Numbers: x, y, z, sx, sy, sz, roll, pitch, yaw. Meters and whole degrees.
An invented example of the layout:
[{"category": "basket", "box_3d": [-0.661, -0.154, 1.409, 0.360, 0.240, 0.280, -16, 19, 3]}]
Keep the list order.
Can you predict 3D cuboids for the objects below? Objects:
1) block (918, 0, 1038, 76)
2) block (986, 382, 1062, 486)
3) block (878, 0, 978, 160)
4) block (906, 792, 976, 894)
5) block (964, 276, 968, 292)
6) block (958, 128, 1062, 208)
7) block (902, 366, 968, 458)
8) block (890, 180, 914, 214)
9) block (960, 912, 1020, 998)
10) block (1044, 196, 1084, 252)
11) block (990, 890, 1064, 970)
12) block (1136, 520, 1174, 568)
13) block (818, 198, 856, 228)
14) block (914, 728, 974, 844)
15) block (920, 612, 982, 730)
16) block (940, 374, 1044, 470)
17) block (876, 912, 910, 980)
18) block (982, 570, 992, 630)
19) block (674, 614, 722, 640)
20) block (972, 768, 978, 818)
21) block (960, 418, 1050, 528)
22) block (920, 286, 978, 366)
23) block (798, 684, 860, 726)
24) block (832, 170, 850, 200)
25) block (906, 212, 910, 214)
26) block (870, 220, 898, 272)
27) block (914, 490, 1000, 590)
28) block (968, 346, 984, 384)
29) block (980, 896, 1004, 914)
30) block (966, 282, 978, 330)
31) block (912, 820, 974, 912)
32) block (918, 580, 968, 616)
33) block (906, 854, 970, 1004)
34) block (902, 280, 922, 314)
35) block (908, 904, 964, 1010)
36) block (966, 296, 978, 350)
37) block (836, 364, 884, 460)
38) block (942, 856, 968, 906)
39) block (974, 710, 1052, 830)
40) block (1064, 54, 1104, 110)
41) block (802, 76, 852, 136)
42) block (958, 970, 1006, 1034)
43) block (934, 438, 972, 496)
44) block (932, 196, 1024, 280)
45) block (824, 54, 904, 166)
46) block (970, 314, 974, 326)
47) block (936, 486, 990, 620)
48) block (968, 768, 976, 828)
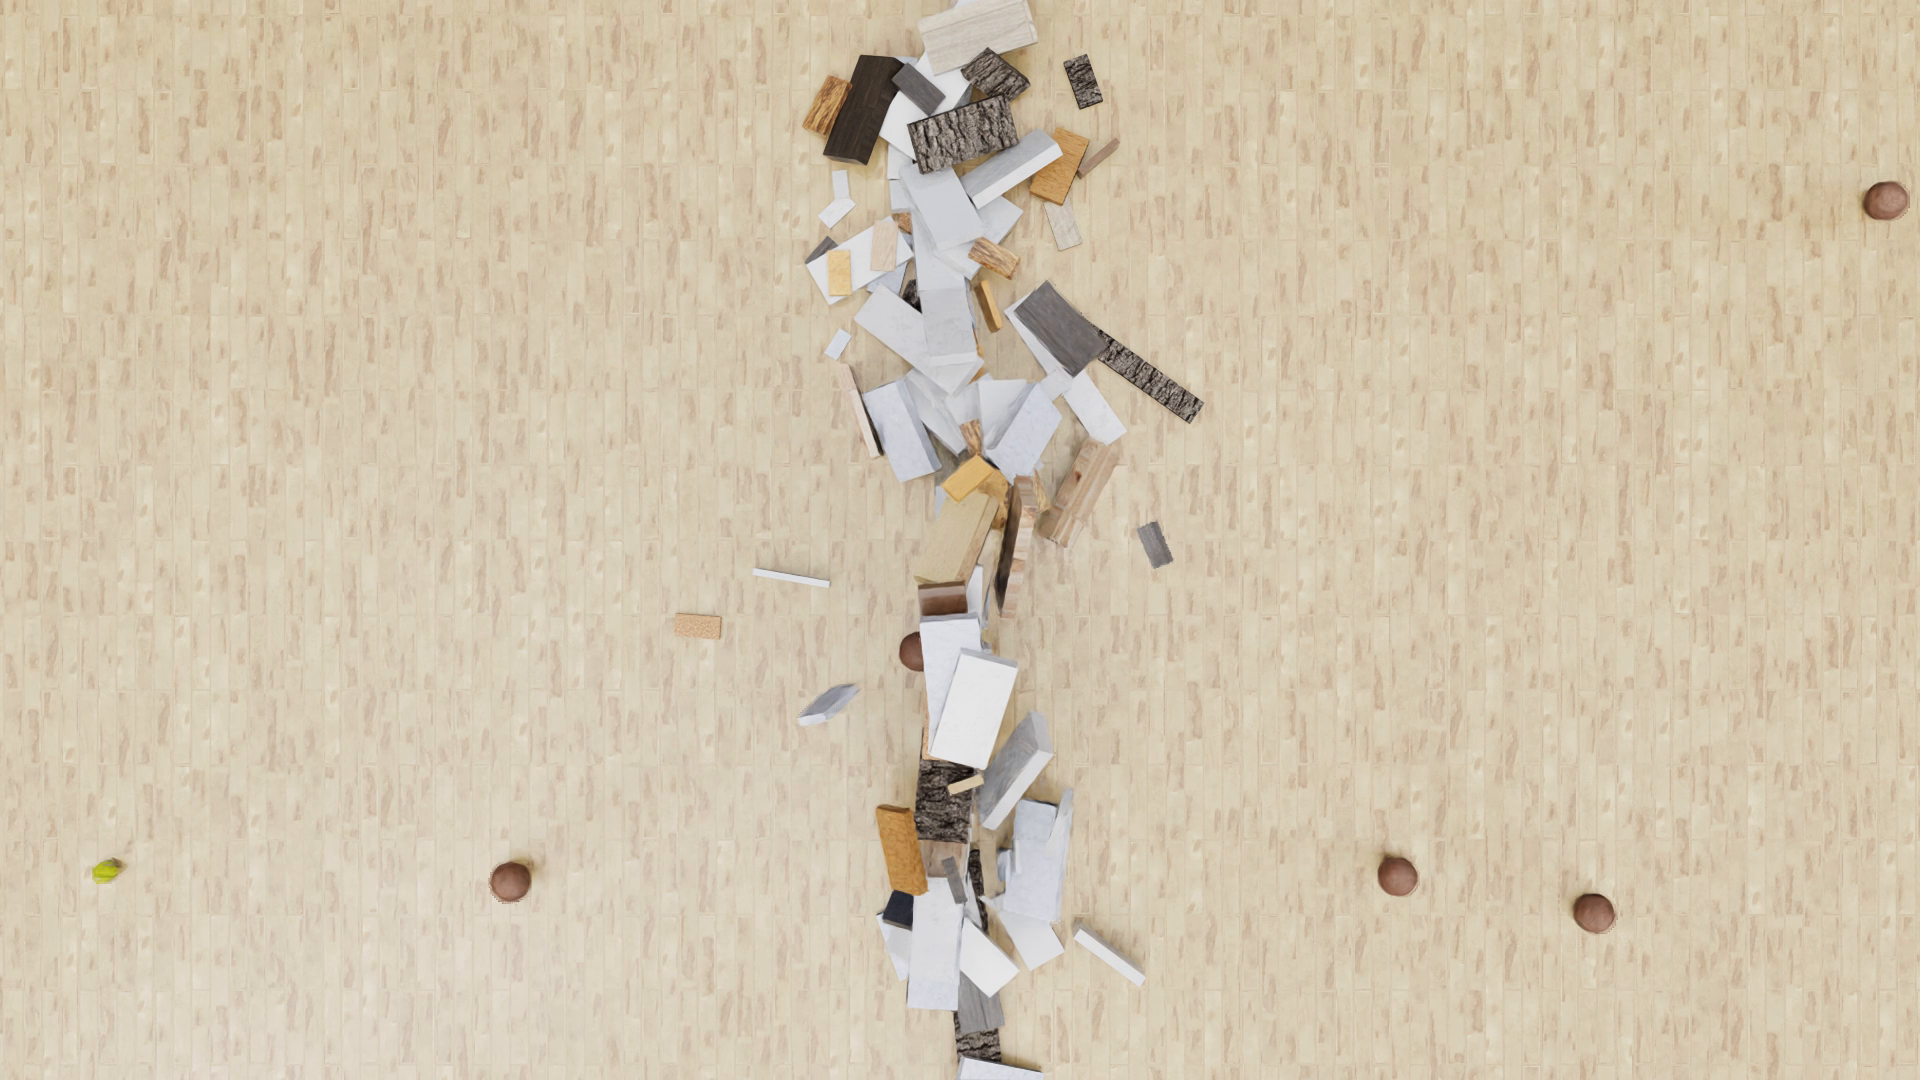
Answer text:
[{"category": "block", "box_3d": [0.058, -1.640, 5.324, 0.355, 0.050, 0.177, -17, 97, 4]}, {"category": "block", "box_3d": [0.203, -0.333, 5.163, 0.155, 0.044, 0.311, 52, 51, -29]}, {"category": "block", "box_3d": [-0.015, -1.577, 5.386, 0.177, 0.050, 0.695, 34, 98, -3]}, {"category": "block", "box_3d": [-0.059, 0.954, 5.194, 0.170, 0.048, 0.340, 8, 76, 1]}, {"category": "block", "box_3d": [-0.001, -0.872, 5.466, 0.055, 0.016, 0.111, -4, 62, 3]}, {"category": "block", "box_3d": [0.159, -1.222, 5.420, 0.330, 0.165, 0.047, -33, 127, 0]}, {"category": "block", "box_3d": [-0.064, -0.429, 5.377, 0.310, 0.044, 0.155, 43, 79, 11]}, {"category": "block", "box_3d": [-0.123, -1.146, 5.468, 0.214, 0.030, 0.107, -5, 71, 0]}, {"category": "block", "box_3d": [0.054, 1.347, 5.362, 0.135, 0.038, 0.271, -43, 101, 6]}, {"category": "block", "box_3d": [0.343, -1.053, 5.488, 0.083, 0.024, 0.167, -19, 90, 0]}, {"category": "block", "box_3d": [0.224, 1.279, 5.481, 0.133, 0.038, 0.266, -29, 90, 0]}, {"category": "block", "box_3d": [0.649, 0.016, 5.490, 0.073, 0.021, 0.147, -23, 90, 0]}, {"category": "block", "box_3d": [-0.410, -1.097, 5.492, 0.118, 0.017, 0.059, -43, 90, 0]}, {"category": "block", "box_3d": [-0.047, 0.761, 5.118, 0.170, 0.048, 0.340, 5, 75, 0]}, {"category": "block", "box_3d": [-0.016, 0.389, 4.895, 0.173, 0.049, 0.346, -5, 110, 3]}, {"category": "block", "box_3d": [0.103, -0.342, 5.314, 0.175, 0.050, 0.350, -31, 93, -12]}, {"category": "block", "box_3d": [-0.185, 1.335, 5.484, 0.115, 0.033, 0.230, -20, 90, 0]}, {"category": "block", "box_3d": [0.040, 0.153, 5.306, 0.114, 0.032, 0.264, 4, 75, 0]}, {"category": "block", "box_3d": [-0.873, 0.288, 5.489, 0.151, 0.021, 0.076, 5, 90, 0]}, {"category": "block", "box_3d": [-0.032, 0.820, 5.300, 0.161, 0.046, 0.322, 6, 93, 1]}, {"category": "block", "box_3d": [0.144, -0.232, 5.265, 0.175, 0.050, 0.350, -21, 91, -13]}, {"category": "block", "box_3d": [-0.039, -0.684, 5.269, 0.149, 0.042, 0.297, -7, 52, -3]}, {"category": "block", "box_3d": [-0.423, 0.530, 5.316, 0.106, 0.212, 0.030, -13, 106, 31]}, {"category": "block", "box_3d": [-0.396, -1.181, 5.482, 0.048, 0.014, 0.096, -7, 76, 0]}, {"category": "block", "box_3d": [-0.134, -1.112, 5.482, 0.096, 0.014, 0.048, -5, 71, -4]}, {"category": "block", "box_3d": [-0.248, -0.964, 5.415, 0.081, 0.023, 0.162, 5, 90, 0]}, {"category": "block", "box_3d": [-0.007, -0.001, 5.020, 0.161, 0.046, 0.321, 19, 69, 8]}, {"category": "block", "box_3d": [0.002, -0.487, 5.438, 0.155, 0.044, 0.310, -1, 75, 0]}, {"category": "block", "box_3d": [0.091, 1.052, 4.760, 0.053, 0.105, 0.015, 32, 80, 21]}, {"category": "block", "box_3d": [-0.005, -0.776, 5.460, 0.094, 0.027, 0.187, -10, 73, 0]}, {"category": "block", "box_3d": [-0.054, 1.032, 5.223, 0.154, 0.044, 0.308, 7, 76, 1]}, {"category": "block", "box_3d": [-0.041, 0.265, 4.950, 0.140, 0.040, 0.281, -5, 110, 3]}, {"category": "block", "box_3d": [-0.069, 1.217, 5.218, 0.154, 0.044, 0.500, 6, 65, 0]}, {"category": "block", "box_3d": [-0.123, -0.752, 5.418, 0.027, 0.096, 0.193, -18, 61, -34]}, {"category": "block", "box_3d": [-0.077, 1.293, 5.109, 0.154, 0.044, 0.308, 4, 75, -1]}, {"category": "block", "box_3d": [-0.003, -0.704, 5.410, 0.094, 0.027, 0.187, -12, 73, -1]}, {"category": "block", "box_3d": [-0.328, -0.419, 5.420, 0.045, 0.158, 0.316, -19, 90, 4]}, {"category": "block", "box_3d": [-0.017, 1.029, 4.972, 0.038, 0.270, 0.135, -18, 78, -4]}, {"category": "block", "box_3d": [0.161, 0.709, 5.078, 0.050, 0.177, 0.354, 20, 122, -22]}, {"category": "block", "box_3d": [0.410, -1.525, 5.488, 0.082, 0.023, 0.164, -20, 90, 0]}, {"category": "block", "box_3d": [-0.440, -1.438, 5.462, 0.096, 0.027, 0.193, 27, 90, 33]}, {"category": "block", "box_3d": [0.047, 1.469, 5.439, 0.144, 0.041, 0.289, -12, 90, 0]}, {"category": "block", "box_3d": [-0.004, -0.299, 5.431, 0.155, 0.044, 0.311, 1, 73, 0]}, {"category": "block", "box_3d": [0.060, -1.010, 5.416, 0.153, 0.043, 0.307, 35, 67, 3]}, {"category": "block", "box_3d": [-0.317, -1.414, 5.420, 0.177, 0.050, 0.355, 21, 90, 44]}, {"category": "block", "box_3d": [-0.055, -0.840, 5.426, 0.096, 0.027, 0.333, -19, 73, -3]}, {"category": "block", "box_3d": [0.006, 0.041, 5.274, 0.175, 0.050, 0.434, 1, 70, -1]}, {"category": "block", "box_3d": [-0.035, 0.733, 5.208, 0.170, 0.048, 0.383, 8, 66, 1]}]
